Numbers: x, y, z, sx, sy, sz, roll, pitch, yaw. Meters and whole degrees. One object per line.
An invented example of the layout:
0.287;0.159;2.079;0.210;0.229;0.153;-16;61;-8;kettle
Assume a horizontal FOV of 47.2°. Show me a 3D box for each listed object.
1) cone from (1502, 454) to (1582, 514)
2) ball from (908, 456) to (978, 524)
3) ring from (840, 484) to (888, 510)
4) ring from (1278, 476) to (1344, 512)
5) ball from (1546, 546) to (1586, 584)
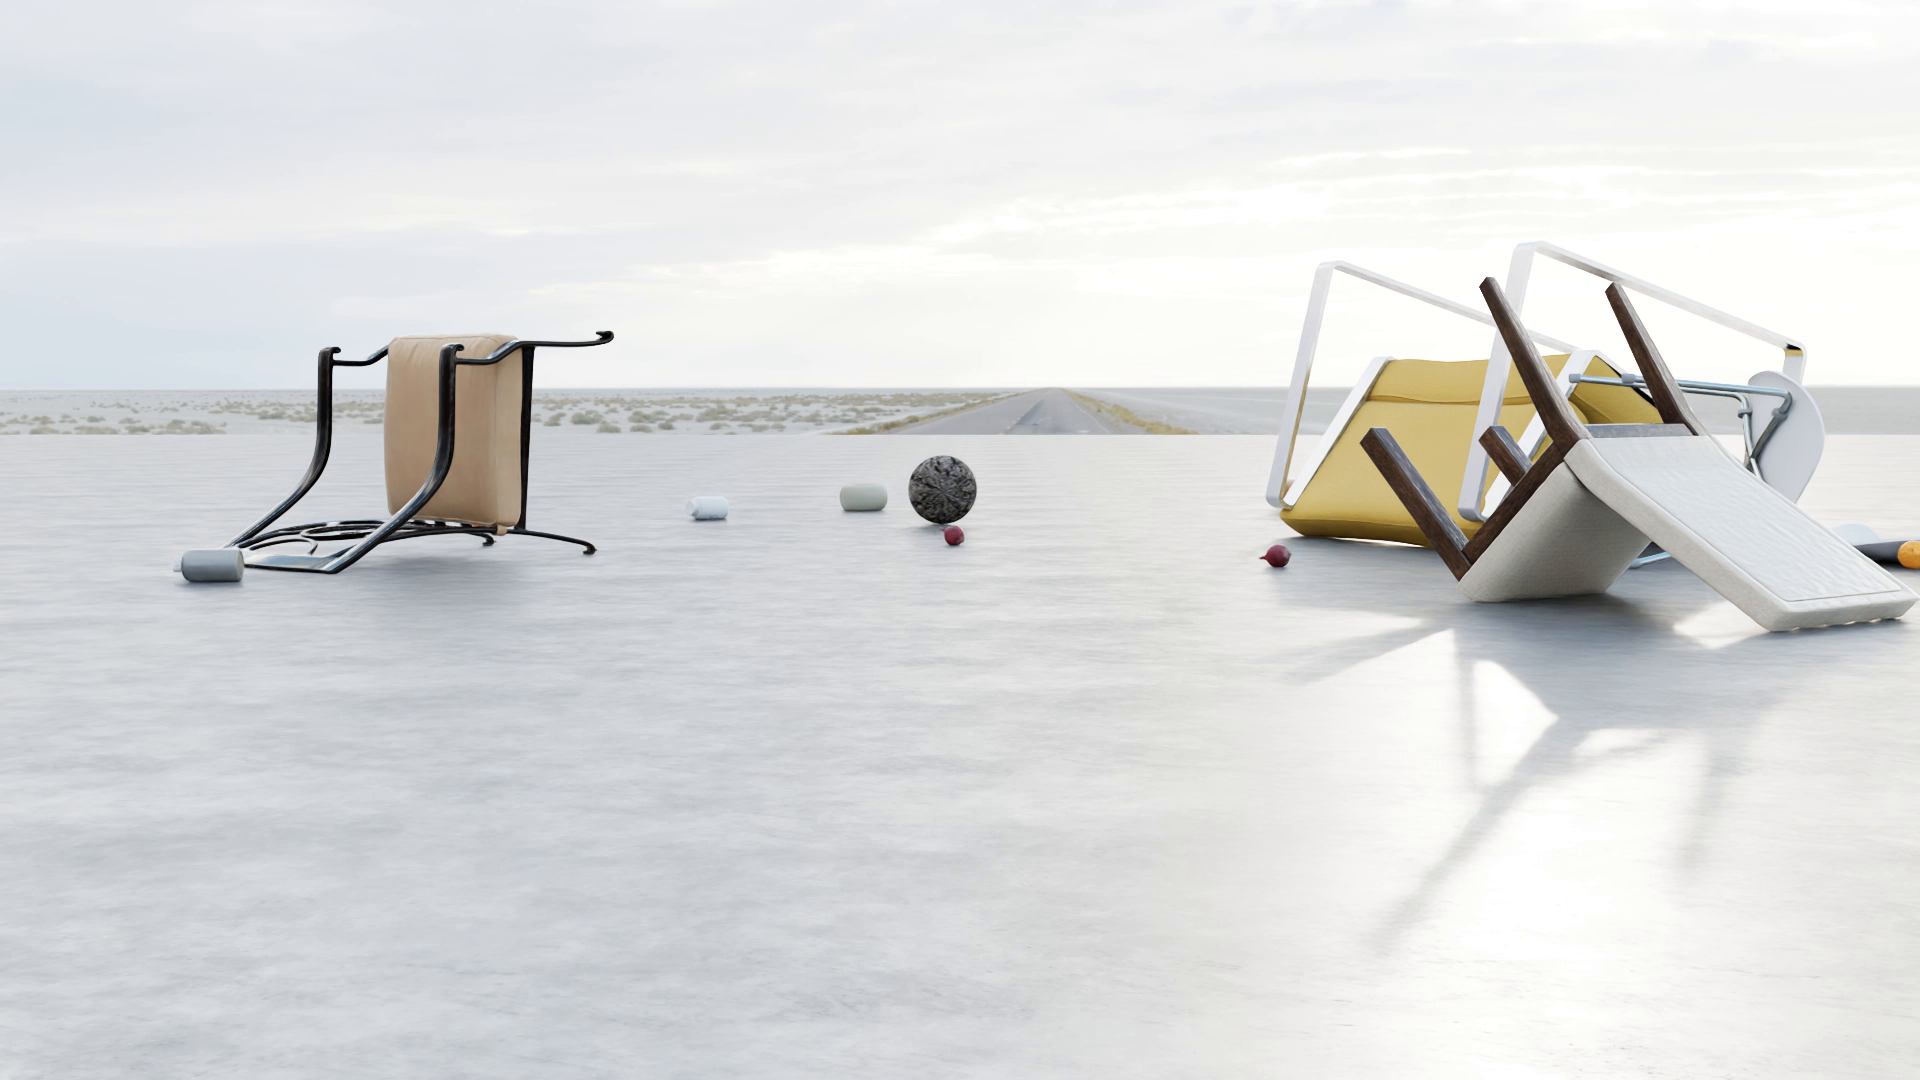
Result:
2.113;-0.206;7.983;0.319;0.213;0.268;-3;5;-37;cone
-0.058;-0.167;7.300;0.230;0.230;0.230;0;4;0;ball
-0.359;-0.159;8.186;0.180;0.096;0.191;-2;6;-13;ring
1.304;-0.169;8.158;0.242;0.118;0.231;4;7;26;ring
1.391;0.058;5.045;0.089;0.089;0.089;0;4;0;ball
